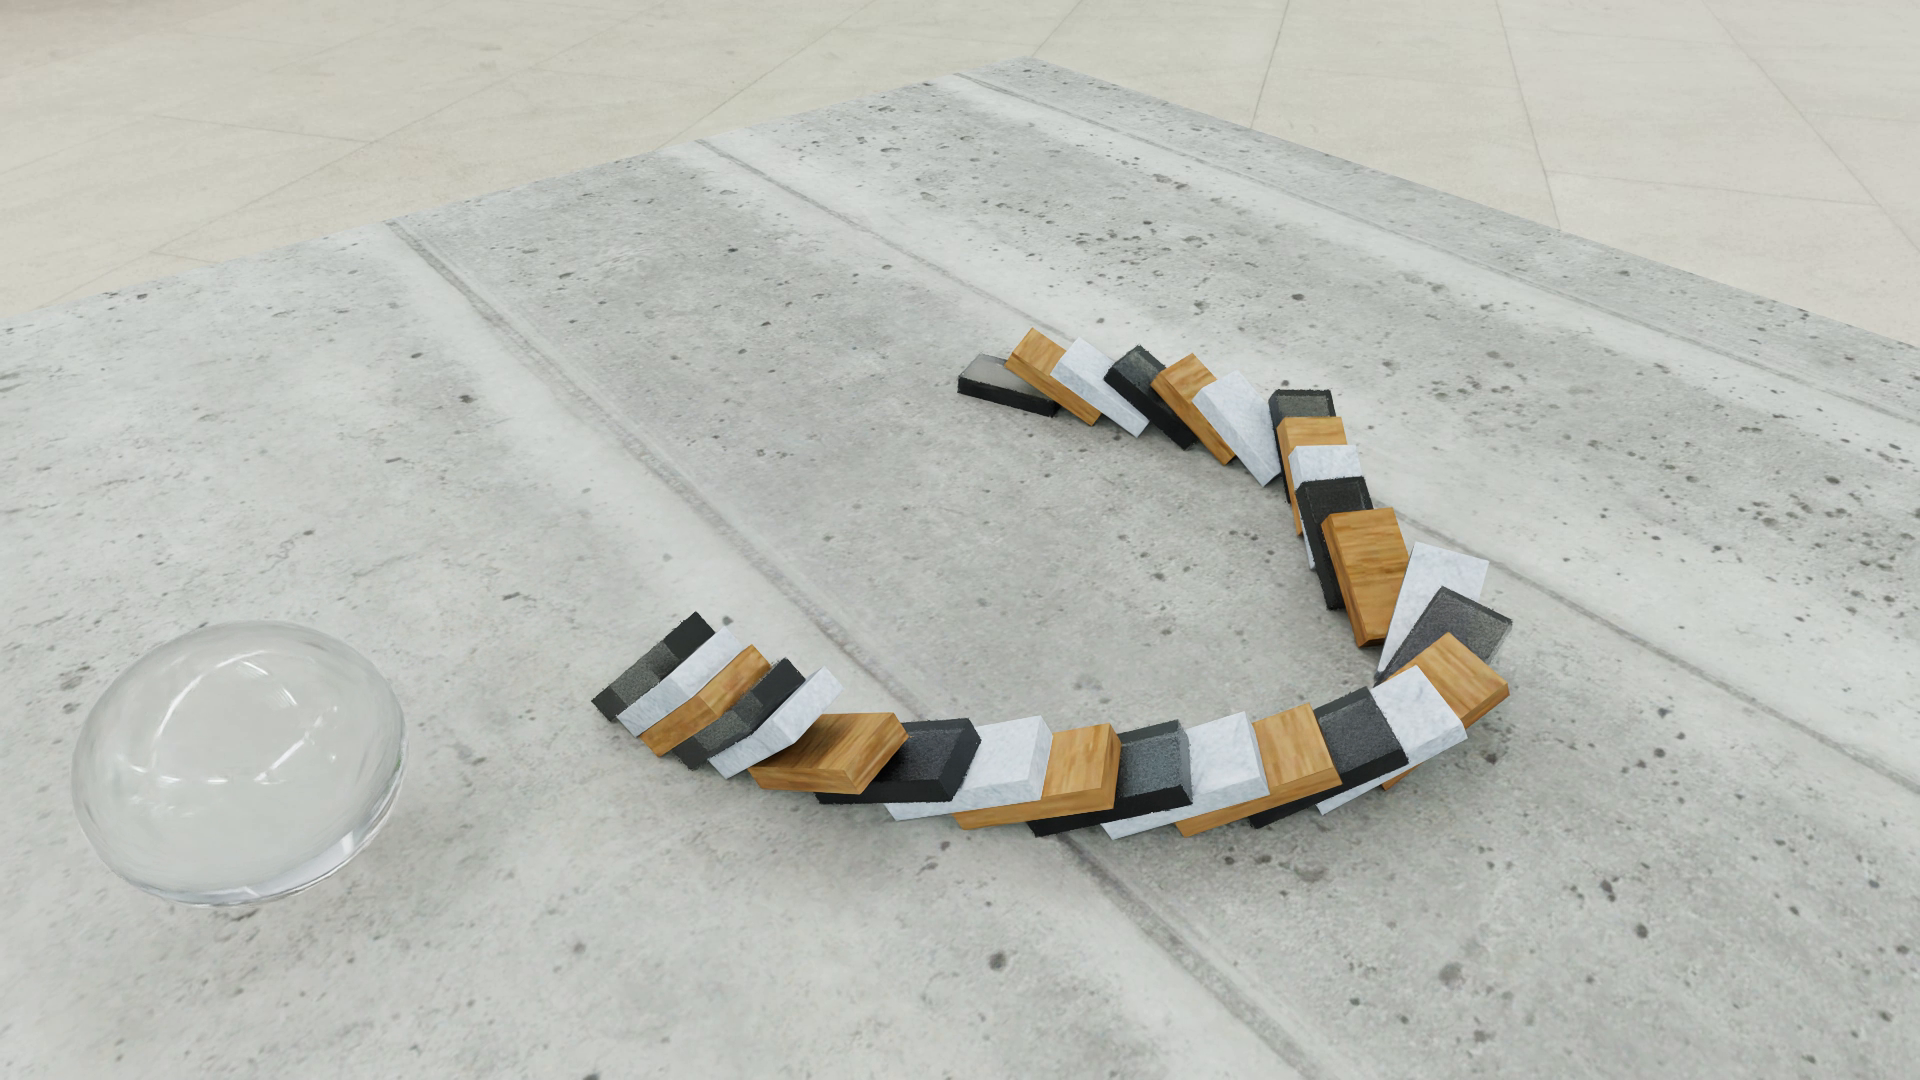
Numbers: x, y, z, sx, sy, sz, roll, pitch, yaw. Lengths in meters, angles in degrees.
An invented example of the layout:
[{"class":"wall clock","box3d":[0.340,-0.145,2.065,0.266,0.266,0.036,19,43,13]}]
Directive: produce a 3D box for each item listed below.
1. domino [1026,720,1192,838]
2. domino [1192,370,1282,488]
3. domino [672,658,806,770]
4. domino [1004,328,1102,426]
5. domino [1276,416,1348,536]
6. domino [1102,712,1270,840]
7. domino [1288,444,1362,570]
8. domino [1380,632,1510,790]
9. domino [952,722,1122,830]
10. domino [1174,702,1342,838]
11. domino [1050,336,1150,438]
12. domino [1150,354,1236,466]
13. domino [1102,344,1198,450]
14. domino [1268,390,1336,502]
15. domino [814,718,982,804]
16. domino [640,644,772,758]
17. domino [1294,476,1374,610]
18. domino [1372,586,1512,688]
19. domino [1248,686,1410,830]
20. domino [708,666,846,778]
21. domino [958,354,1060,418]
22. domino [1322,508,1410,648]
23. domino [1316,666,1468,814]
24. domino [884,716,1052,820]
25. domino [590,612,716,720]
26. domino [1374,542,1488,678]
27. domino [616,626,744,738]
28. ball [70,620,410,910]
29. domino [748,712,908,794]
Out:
[{"class":"domino","box3d":[0.045,0.073,0.337,0.050,0.009,0.025,-18,34,22]},{"class":"domino","box3d":[0.129,-0.050,0.487,0.025,0.010,0.050,-28,74,-30]},{"class":"domino","box3d":[-0.071,0.055,0.348,0.009,0.050,0.025,49,48,-6]},{"class":"domino","box3d":[0.048,-0.078,0.521,0.050,0.009,0.025,34,46,0]},{"class":"domino","box3d":[0.150,-0.027,0.458,0.025,0.010,0.050,-2,67,-6]},{"class":"domino","box3d":[0.067,0.072,0.338,0.050,0.010,0.025,-22,36,18]},{"class":"domino","box3d":[0.150,-0.014,0.442,0.025,0.010,0.050,-2,67,-5]},{"class":"domino","box3d":[0.149,0.055,0.357,0.050,0.009,0.025,-38,46,1]},{"class":"domino","box3d":[0.023,0.073,0.337,0.050,0.009,0.025,-15,33,26]},{"class":"domino","box3d":[0.088,0.071,0.339,0.050,0.009,0.025,-24,37,16]},{"class":"domino","box3d":[0.069,-0.072,0.515,0.050,0.010,0.025,36,46,2]},{"class":"domino","box3d":[0.113,-0.060,0.499,0.025,0.009,0.050,-32,77,-34]},{"class":"domino","box3d":[0.093,-0.066,0.509,0.050,0.010,0.025,43,51,9]},{"class":"domino","box3d":[0.151,-0.041,0.474,0.025,0.009,0.050,-1,67,-7]},{"class":"domino","box3d":[-0.021,0.069,0.342,0.050,0.010,0.025,-10,31,32]},{"class":"domino","box3d":[-0.082,0.052,0.352,0.010,0.050,0.025,49,48,-6]},{"class":"domino","box3d":[0.149,0.001,0.425,0.025,0.010,0.050,-6,67,-7]},{"class":"domino","box3d":[0.161,0.043,0.372,0.025,0.010,0.050,32,80,33]},{"class":"domino","box3d":[0.110,0.068,0.343,0.050,0.010,0.025,-28,38,12]},{"class":"domino","box3d":[-0.059,0.058,0.345,0.010,0.050,0.025,49,48,-6]},{"class":"domino","box3d":[0.027,-0.076,0.536,0.050,0.009,0.025,18,42,20]},{"class":"domino","box3d":[0.155,0.014,0.410,0.025,0.010,0.050,-6,67,-7]},{"class":"domino","box3d":[0.130,0.063,0.348,0.050,0.010,0.025,-31,41,8]},{"class":"domino","box3d":[0.002,0.071,0.340,0.050,0.009,0.025,-15,33,26]},{"class":"domino","box3d":[-0.102,0.042,0.364,0.009,0.050,0.025,49,48,-6]},{"class":"domino","box3d":[0.167,0.028,0.389,0.025,0.009,0.050,17,75,19]},{"class":"domino","box3d":[-0.092,0.047,0.359,0.009,0.050,0.025,49,48,-6]},{"class":"ball","box3d":[-0.201,0.063,0.311,0.080,0.080,0.080,0,39,0]},{"class":"domino","box3d":[-0.042,0.066,0.342,0.050,0.010,0.025,-10,27,45]}]
